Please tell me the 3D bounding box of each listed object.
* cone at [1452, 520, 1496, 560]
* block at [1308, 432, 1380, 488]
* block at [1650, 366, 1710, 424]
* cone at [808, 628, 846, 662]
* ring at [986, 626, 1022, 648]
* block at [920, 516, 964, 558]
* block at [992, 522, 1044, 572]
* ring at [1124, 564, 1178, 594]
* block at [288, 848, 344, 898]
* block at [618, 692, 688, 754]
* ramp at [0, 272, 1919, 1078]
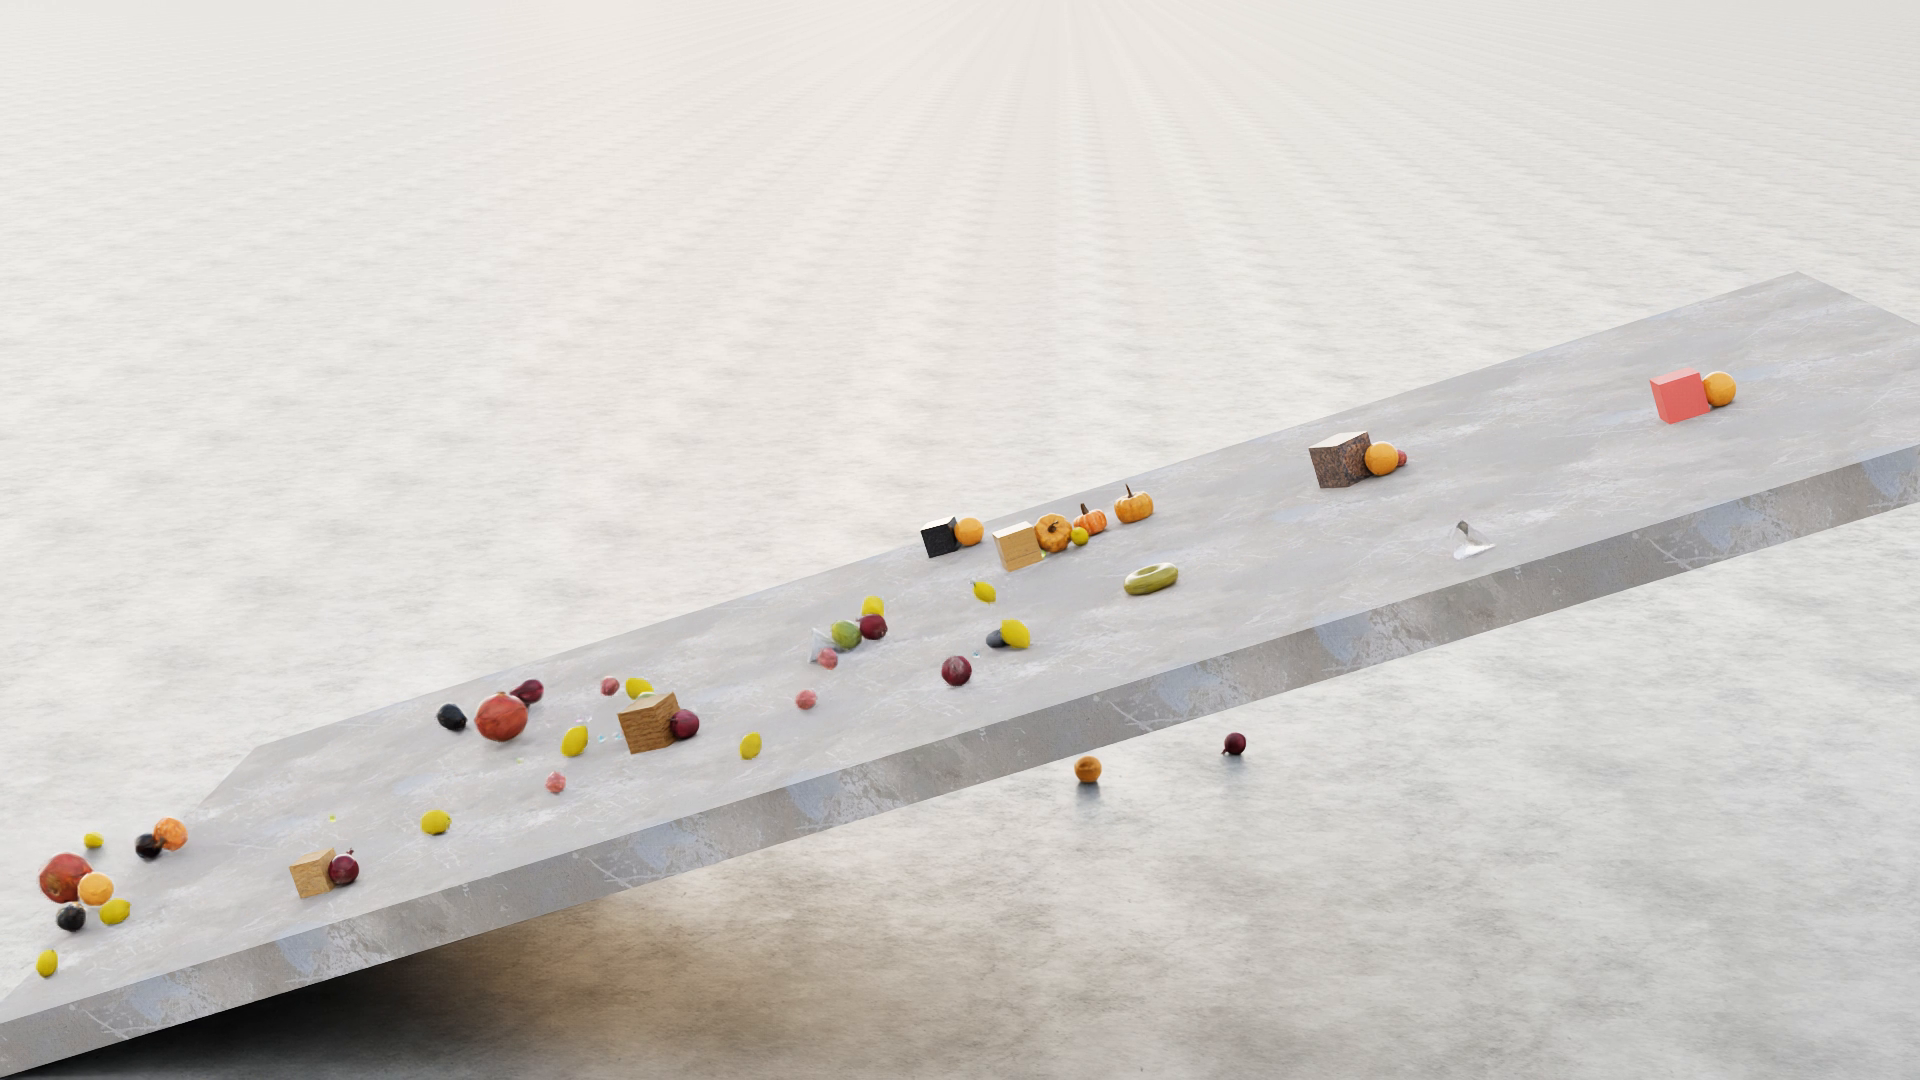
[{"bbox_3d":[0.955,0.005,5.416,0.072,0.072,0.072,7,10,-13],"label":"cone"},{"bbox_3d":[0.832,-0.174,6.380,0.094,0.094,0.094,-24,12,-31],"label":"block"},{"bbox_3d":[1.459,-0.293,5.963,0.085,0.085,0.085,-18,10,3],"label":"block"},{"bbox_3d":[-0.284,0.231,6.338,0.078,0.078,0.078,7,10,-10],"label":"cone"},{"bbox_3d":[0.089,0.195,5.920,0.077,0.026,0.077,-16,11,3],"label":"ring"},{"bbox_3d":[-0.043,-0.007,7.068,0.072,0.072,0.072,-15,11,17],"label":"block"},{"bbox_3d":[0.130,0.015,6.628,0.082,0.082,0.082,-19,10,-6],"label":"block"},{"bbox_3d":[0.388,0.079,5.975,0.117,0.039,0.117,-19,9,3],"label":"ring"},{"bbox_3d":[-1.252,0.648,5.725,0.067,0.067,0.067,-15,11,18],"label":"block"},{"bbox_3d":[-0.630,0.375,6.027,0.090,0.090,0.090,-13,12,27],"label":"block"},{"bbox_3d":[0.100,0.183,6.311,4.000,0.100,2.000,-17,10,5],"label":"ramp"}]
